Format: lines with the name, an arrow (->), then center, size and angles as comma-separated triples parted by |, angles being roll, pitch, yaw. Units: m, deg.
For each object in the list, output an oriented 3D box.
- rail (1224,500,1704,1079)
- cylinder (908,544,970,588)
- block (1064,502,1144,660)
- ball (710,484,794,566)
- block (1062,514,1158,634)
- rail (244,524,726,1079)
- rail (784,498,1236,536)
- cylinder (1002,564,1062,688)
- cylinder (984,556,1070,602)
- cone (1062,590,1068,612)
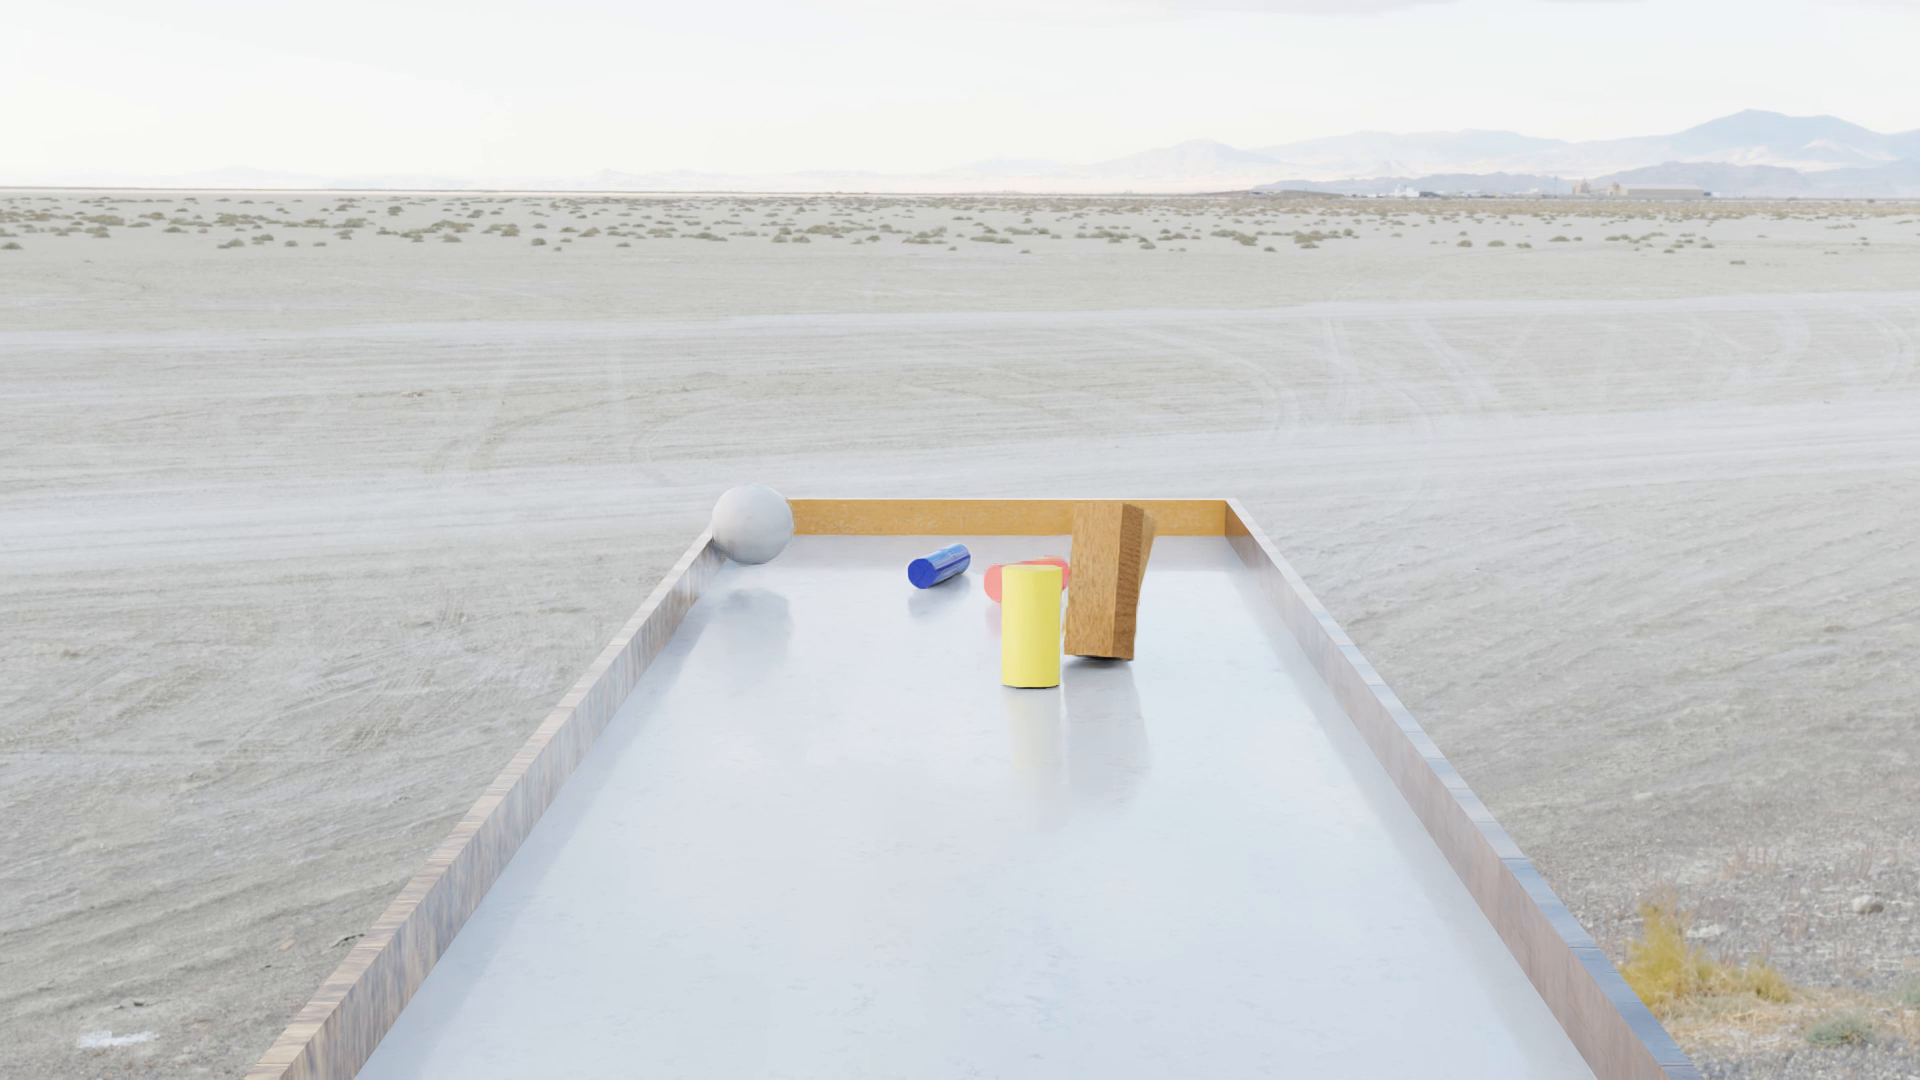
rail -> 1.046, 0.843, 3.208 | 0.050, 0.150, 12.000 | 0, 9, 1
cylinder -> -0.075, 0.094, 8.067 | 0.109, 0.109, 0.370 | 3, 10, 20
block -> 0.435, 0.125, 6.649 | 0.159, 0.459, 0.159 | 2, -6, 28
ball -> -0.769, -0.058, 8.135 | 0.305, 0.305, 0.305 | 0, 9, 0
block -> 0.467, 0.113, 6.848 | 0.151, 0.419, 0.151 | 10, -9, 35
rail -> -1.004, 0.839, 3.234 | 0.050, 0.150, 12.000 | 0, 9, 1
rail -> 0.099, -0.098, 9.147 | 2.100, 0.150, 0.050 | 0, 9, 1
cylinder -> 0.206, 0.246, 6.359 | 0.171, 0.335, 0.171 | 0, 6, 0
cylinder -> 0.238, 0.137, 7.737 | 0.304, 0.127, 0.127 | -8, 12, -42
cone -> 0.482, 0.212, 7.509 | 0.103, 0.103, 0.339 | 6, 2, 35
